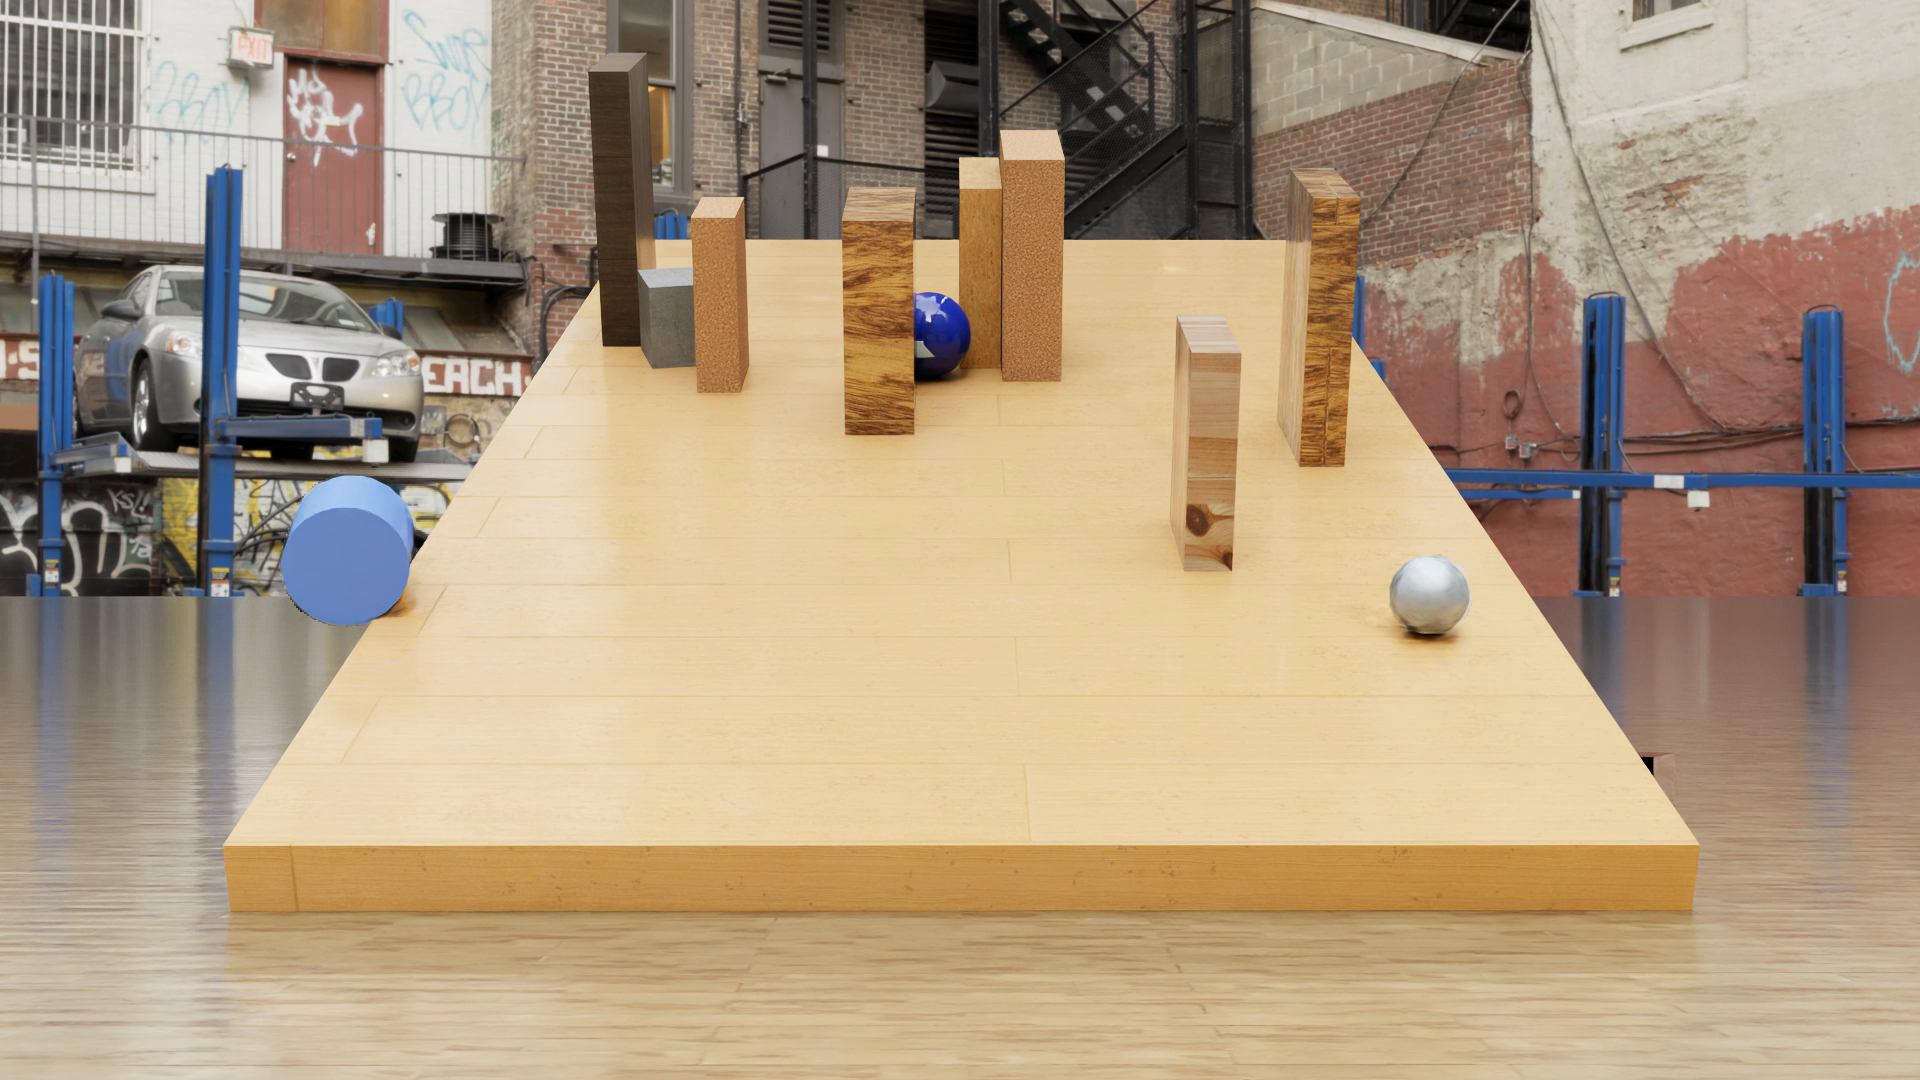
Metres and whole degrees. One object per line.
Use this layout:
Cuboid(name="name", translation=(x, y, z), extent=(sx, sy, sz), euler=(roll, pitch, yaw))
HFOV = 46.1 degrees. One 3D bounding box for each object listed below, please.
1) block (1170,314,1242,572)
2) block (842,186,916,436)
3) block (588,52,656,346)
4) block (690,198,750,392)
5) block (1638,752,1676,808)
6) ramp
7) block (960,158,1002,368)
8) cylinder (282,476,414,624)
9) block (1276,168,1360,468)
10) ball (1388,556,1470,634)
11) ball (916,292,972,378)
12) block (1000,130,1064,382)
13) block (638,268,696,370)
Cuboid(name="block", translation=(0.448, -0.181, 4.140), extent=(0.087, 0.406, 0.282), euler=(0, 19, 0))
Cuboid(name="block", translation=(-0.174, -0.512, 4.989), extent=(0.150, 0.468, 0.390), euler=(0, 19, 0))
Cuboid(name="block", translation=(-0.840, -0.857, 5.658), extent=(0.096, 0.675, 0.353), euler=(0, 19, 0))
Cuboid(name="block", translation=(-0.556, -0.572, 5.251), extent=(0.099, 0.408, 0.245), euler=(0, 19, 0))
Cuboid(name="block", translation=(1.283, 0.472, 4.308), extent=(0.126, 0.126, 0.126), euler=(-1, -2, 36))
Cuboid(name="ramp", translation=(-0.004, -0.200, 4.959), extent=(2.000, 0.100, 4.000), euler=(0, 19, 0))
Cuboid(name="block", translation=(0.048, -0.685, 5.537), extent=(0.098, 0.434, 0.425), euler=(0, 19, 0))
Cuboid(name="cylinder", translation=(-1.056, 0.015, 3.905), extent=(0.208, 0.208, 0.208), euler=(0, 16, -11))
Cuboid(name="block", translation=(0.749, -0.472, 4.738), extent=(0.093, 0.560, 0.341), euler=(0, 19, 0))
Cuboid(name="ball", translation=(0.785, 0.092, 3.774), extent=(0.133, 0.133, 0.133), euler=(0, -1, 0))
Cuboid(name="ball", translation=(-0.074, -0.483, 5.309), extent=(0.201, 0.201, 0.201), euler=(0, -1, 0))
Cuboid(name="block", translation=(0.168, -0.688, 5.411), extent=(0.138, 0.521, 0.423), euler=(0, 19, 0))
Cuboid(name="block", translation=(-0.667, -0.543, 5.482), extent=(0.199, 0.199, 0.199), euler=(-5, 20, -15))
